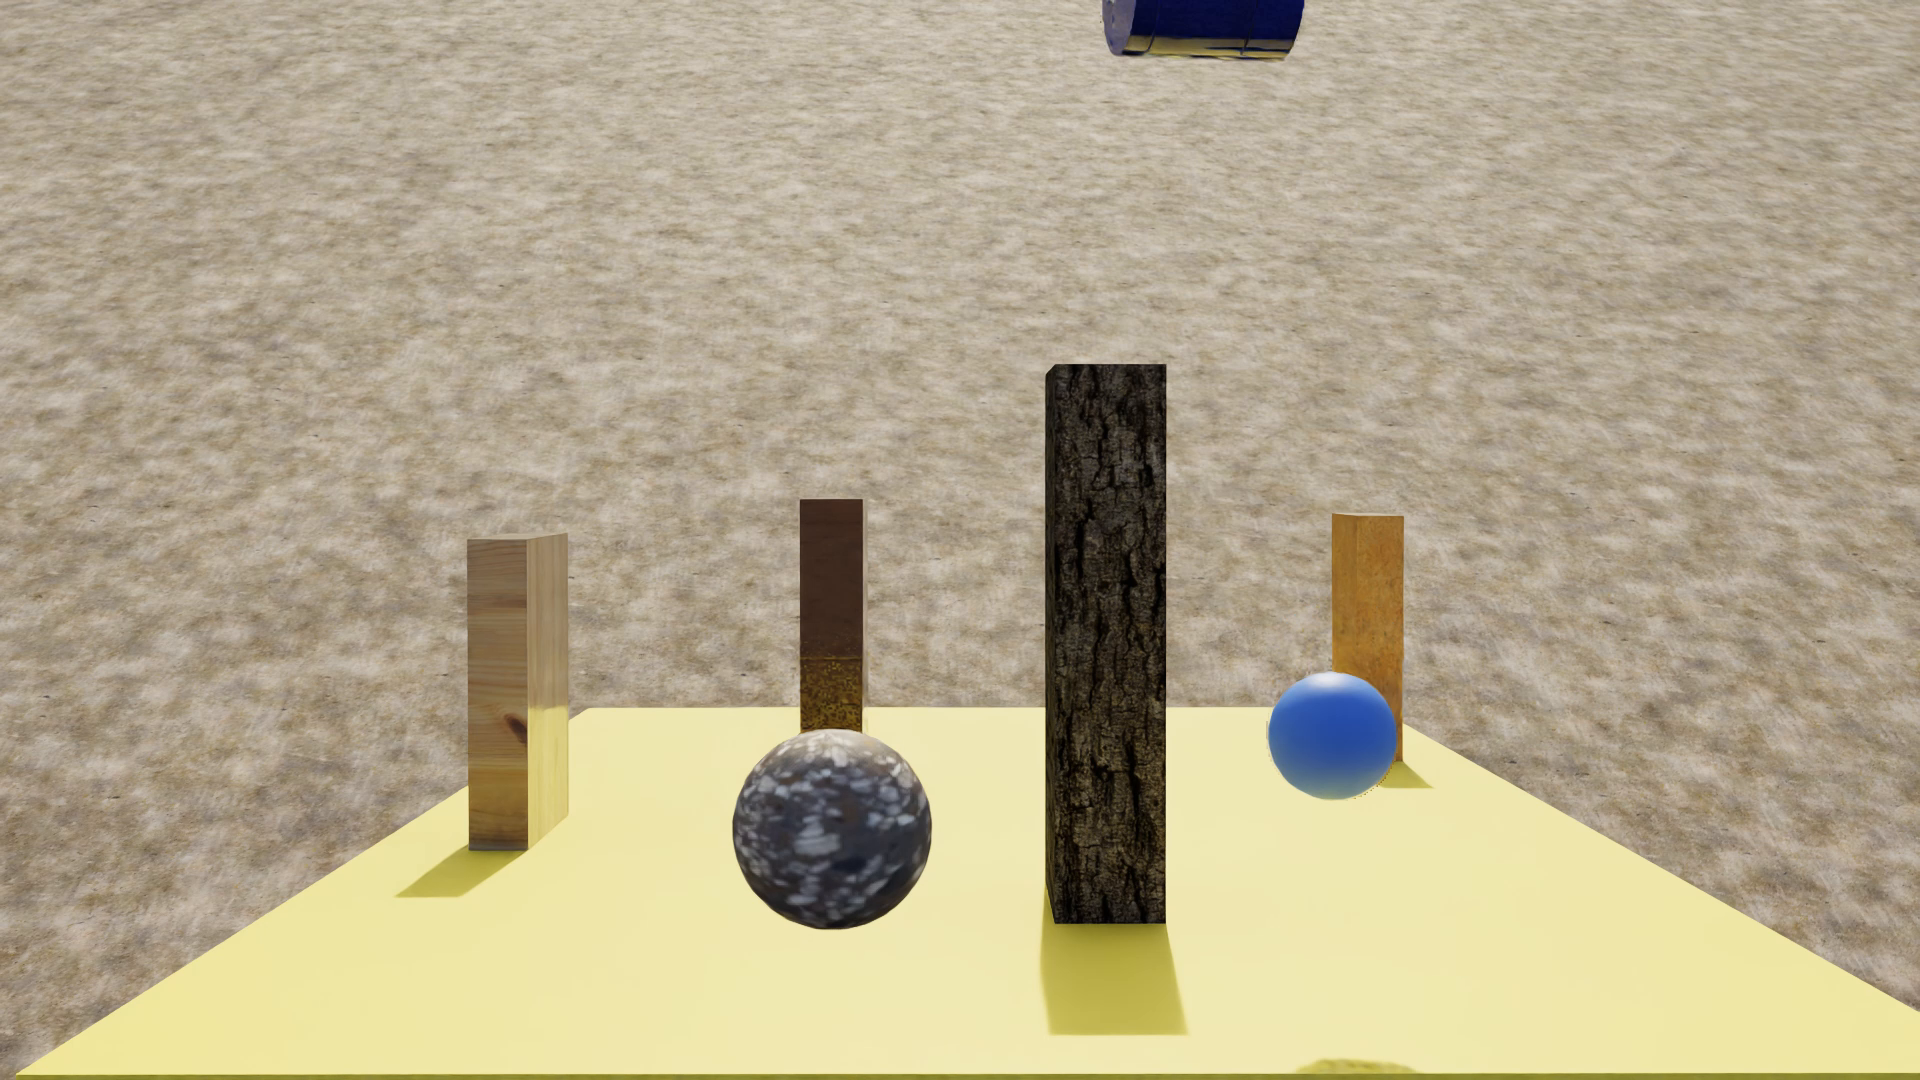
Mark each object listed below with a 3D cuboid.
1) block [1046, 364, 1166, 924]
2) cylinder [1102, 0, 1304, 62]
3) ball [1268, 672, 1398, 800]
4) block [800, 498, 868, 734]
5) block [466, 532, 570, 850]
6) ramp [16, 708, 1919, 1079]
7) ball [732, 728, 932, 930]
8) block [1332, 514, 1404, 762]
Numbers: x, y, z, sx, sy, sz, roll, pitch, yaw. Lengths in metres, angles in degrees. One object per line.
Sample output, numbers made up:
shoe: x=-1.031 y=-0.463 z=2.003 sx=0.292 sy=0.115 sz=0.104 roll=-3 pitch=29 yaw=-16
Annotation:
block: x=0.199 y=0.133 z=3.595 sx=0.147 sy=0.741 sz=0.371 roll=0 pitch=1 yaw=0
cylinder: x=0.211 y=-0.493 z=2.245 sx=0.146 sy=0.146 sz=0.146 roll=0 pitch=25 yaw=-9
ball: x=0.406 y=0.214 z=2.814 sx=0.140 sy=0.140 sz=0.140 roll=0 pitch=26 yaw=0
block: x=-0.235 y=0.197 z=4.837 sx=0.116 sy=0.550 sz=0.244 roll=0 pitch=1 yaw=0
block: x=-0.731 y=0.240 z=4.292 sx=0.095 sy=0.493 sz=0.430 roll=0 pitch=1 yaw=0
ramp: x=0.058 y=0.529 z=4.566 sx=2.000 sy=0.100 sz=4.000 roll=0 pitch=1 yaw=0
ball: x=-0.117 y=0.265 z=2.369 sx=0.184 sy=0.184 sz=0.184 roll=0 pitch=26 yaw=0
block: x=0.869 y=0.199 z=5.517 sx=0.097 sy=0.508 sz=0.359 roll=0 pitch=1 yaw=0
